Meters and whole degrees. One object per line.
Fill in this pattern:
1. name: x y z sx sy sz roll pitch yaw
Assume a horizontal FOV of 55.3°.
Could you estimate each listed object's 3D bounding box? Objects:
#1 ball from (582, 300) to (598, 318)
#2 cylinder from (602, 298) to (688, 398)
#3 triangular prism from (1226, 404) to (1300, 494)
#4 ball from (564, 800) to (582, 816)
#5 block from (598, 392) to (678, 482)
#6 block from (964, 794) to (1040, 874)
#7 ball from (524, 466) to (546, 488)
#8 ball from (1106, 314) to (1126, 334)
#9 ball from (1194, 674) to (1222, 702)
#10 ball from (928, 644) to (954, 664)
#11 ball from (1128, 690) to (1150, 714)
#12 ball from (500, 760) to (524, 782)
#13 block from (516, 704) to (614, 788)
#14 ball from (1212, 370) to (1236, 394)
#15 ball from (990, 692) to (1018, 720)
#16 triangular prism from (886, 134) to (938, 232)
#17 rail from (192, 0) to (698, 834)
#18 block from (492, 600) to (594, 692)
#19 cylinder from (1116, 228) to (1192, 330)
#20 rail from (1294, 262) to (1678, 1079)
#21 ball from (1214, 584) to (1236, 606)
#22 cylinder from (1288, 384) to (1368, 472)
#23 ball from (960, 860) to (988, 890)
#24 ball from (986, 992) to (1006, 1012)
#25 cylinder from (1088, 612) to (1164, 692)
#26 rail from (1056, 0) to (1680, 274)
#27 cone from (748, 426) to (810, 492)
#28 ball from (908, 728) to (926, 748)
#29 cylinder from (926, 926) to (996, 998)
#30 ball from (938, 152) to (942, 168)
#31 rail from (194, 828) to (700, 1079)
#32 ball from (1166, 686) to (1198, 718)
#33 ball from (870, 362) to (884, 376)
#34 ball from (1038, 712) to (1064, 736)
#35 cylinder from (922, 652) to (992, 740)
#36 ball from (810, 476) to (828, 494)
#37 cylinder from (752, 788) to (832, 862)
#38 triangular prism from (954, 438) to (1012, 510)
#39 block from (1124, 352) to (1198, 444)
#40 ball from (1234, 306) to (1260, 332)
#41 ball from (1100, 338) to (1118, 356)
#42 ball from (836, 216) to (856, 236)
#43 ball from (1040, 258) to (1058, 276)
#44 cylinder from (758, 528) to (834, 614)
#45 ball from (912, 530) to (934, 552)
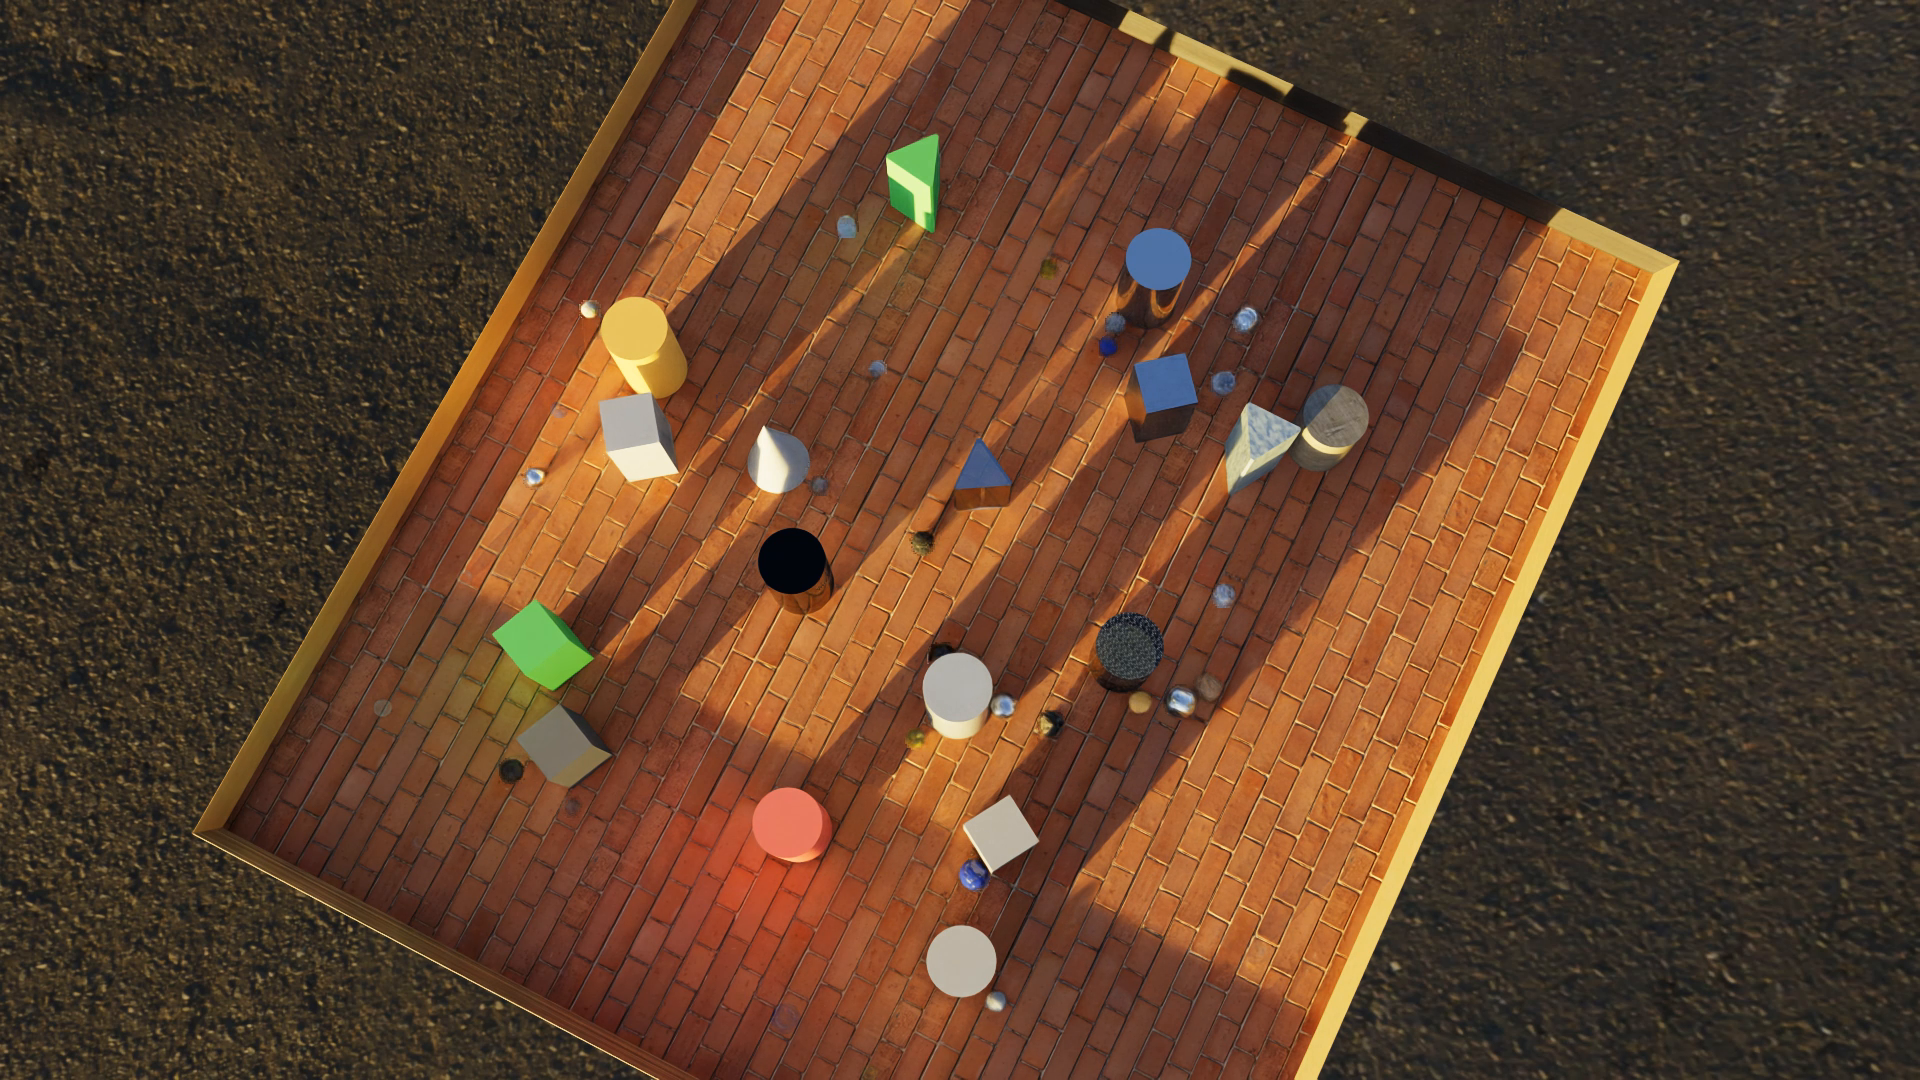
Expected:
1. ball: -1.159 -0.722 5.739 0.053 0.053 0.053 0 78 0
2. cylinder: -0.948 -0.575 5.531 0.194 0.401 0.194 0 78 0
3. triangular prism: 0.862 -0.287 5.448 0.168 0.447 0.145 -32 80 -6
4. ball: -1.146 0.792 5.428 0.048 0.048 0.048 0 78 0
5. block: -0.960 -0.305 5.491 0.155 0.369 0.155 -11 79 -2
6. block: 0.116 0.852 5.294 0.155 0.286 0.155 -32 80 -6
7. ball: -1.302 -0.193 5.623 0.065 0.065 0.065 0 78 0
8. ball: 0.488 -0.676 5.726 0.059 0.059 0.059 0 78 0
9. ball: 0.741 0.442 5.484 0.081 0.081 0.081 0 78 0
10. ball: -0.053 0.350 5.503 0.080 0.080 0.080 0 78 0
11. ball: 0.536 0.485 5.482 0.067 0.067 0.067 0 78 0
12. ball: -1.329 0.684 5.441 0.067 0.067 0.067 0 78 0
13. block: -1.144 0.603 5.326 0.155 0.325 0.155 -39 81 -7
14. ball: 0.818 -0.487 5.679 0.074 0.074 0.074 0 78 0
15. ball: 0.132 0.495 5.472 0.082 0.082 0.082 0 78 0
16. triangular prism: -0.110 -1.119 5.657 0.168 0.375 0.145 35 80 7
17. rail: -1.410 -0.684 5.693 0.045 0.126 3.558 26 80 5
18. block: -1.214 0.313 5.362 0.155 0.372 0.155 -40 81 -8
19. cylinder: 0.587 -0.793 5.594 0.194 0.366 0.194 0 78 0
20. rail: 1.410 0.697 5.407 0.045 0.126 3.558 26 80 5
21. ball: 0.802 0.166 5.548 0.067 0.067 0.067 0 78 0
22. cylinder: 1.107 -0.335 5.535 0.194 0.295 0.194 0 78 0
23. ball: 0.041 0.979 5.370 0.086 0.086 0.086 0 78 0
24. ball: 0.104 1.337 5.310 0.059 0.059 0.059 0 78 0
25. cylinder: 0.485 0.334 5.385 0.194 0.318 0.194 0 78 0
26. rail: 0.785 -1.531 5.868 3.201 0.126 0.045 26 80 5
27. cone: -0.561 -0.283 5.453 0.194 0.435 0.194 0 78 0
28. ball: -0.130 0.591 5.466 0.056 0.056 0.056 0 78 0
29. cylinder: 0.004 1.194 5.211 0.194 0.309 0.194 0 78 0
30. ball: -0.099 -1.208 5.825 0.081 0.081 0.081 0 78 0
31. rail: -0.785 1.544 5.232 3.201 0.126 0.045 26 80 5
32. ball: 0.661 0.484 5.467 0.097 0.097 0.097 0 78 0
33. ball: -0.258 -0.532 5.703 0.046 0.046 0.046 0 78 0
34. ball: 0.272 0.550 5.465 0.074 0.074 0.074 0 78 0
35. cylinder: -0.006 0.454 5.279 0.194 0.476 0.194 0 78 0
36. ball: -0.431 -0.168 5.624 0.054 0.054 0.054 0 78 0
37. cylinder: -0.476 0.820 5.248 0.194 0.389 0.194 0 78 0
38. triangular prism: 0.062 -0.199 5.508 0.168 0.293 0.145 -5 78 -1
39. block: 0.603 -0.424 5.529 0.155 0.344 0.155 -12 79 -3
40. ball: 0.895 -0.690 5.717 0.083 0.083 0.083 0 78 0
41. ball: 0.464 -0.601 5.713 0.055 0.055 0.055 0 78 0
42. ball: -0.359 -0.992 5.789 0.064 0.064 0.064 0 78 0
43. ball: 0.280 -0.856 5.765 0.057 0.057 0.057 0 78 0
44. cylinder: -0.481 0.096 5.412 0.194 0.362 0.194 0 78 0
45. ball: -0.113 0.005 5.581 0.069 0.069 0.069 0 78 0
